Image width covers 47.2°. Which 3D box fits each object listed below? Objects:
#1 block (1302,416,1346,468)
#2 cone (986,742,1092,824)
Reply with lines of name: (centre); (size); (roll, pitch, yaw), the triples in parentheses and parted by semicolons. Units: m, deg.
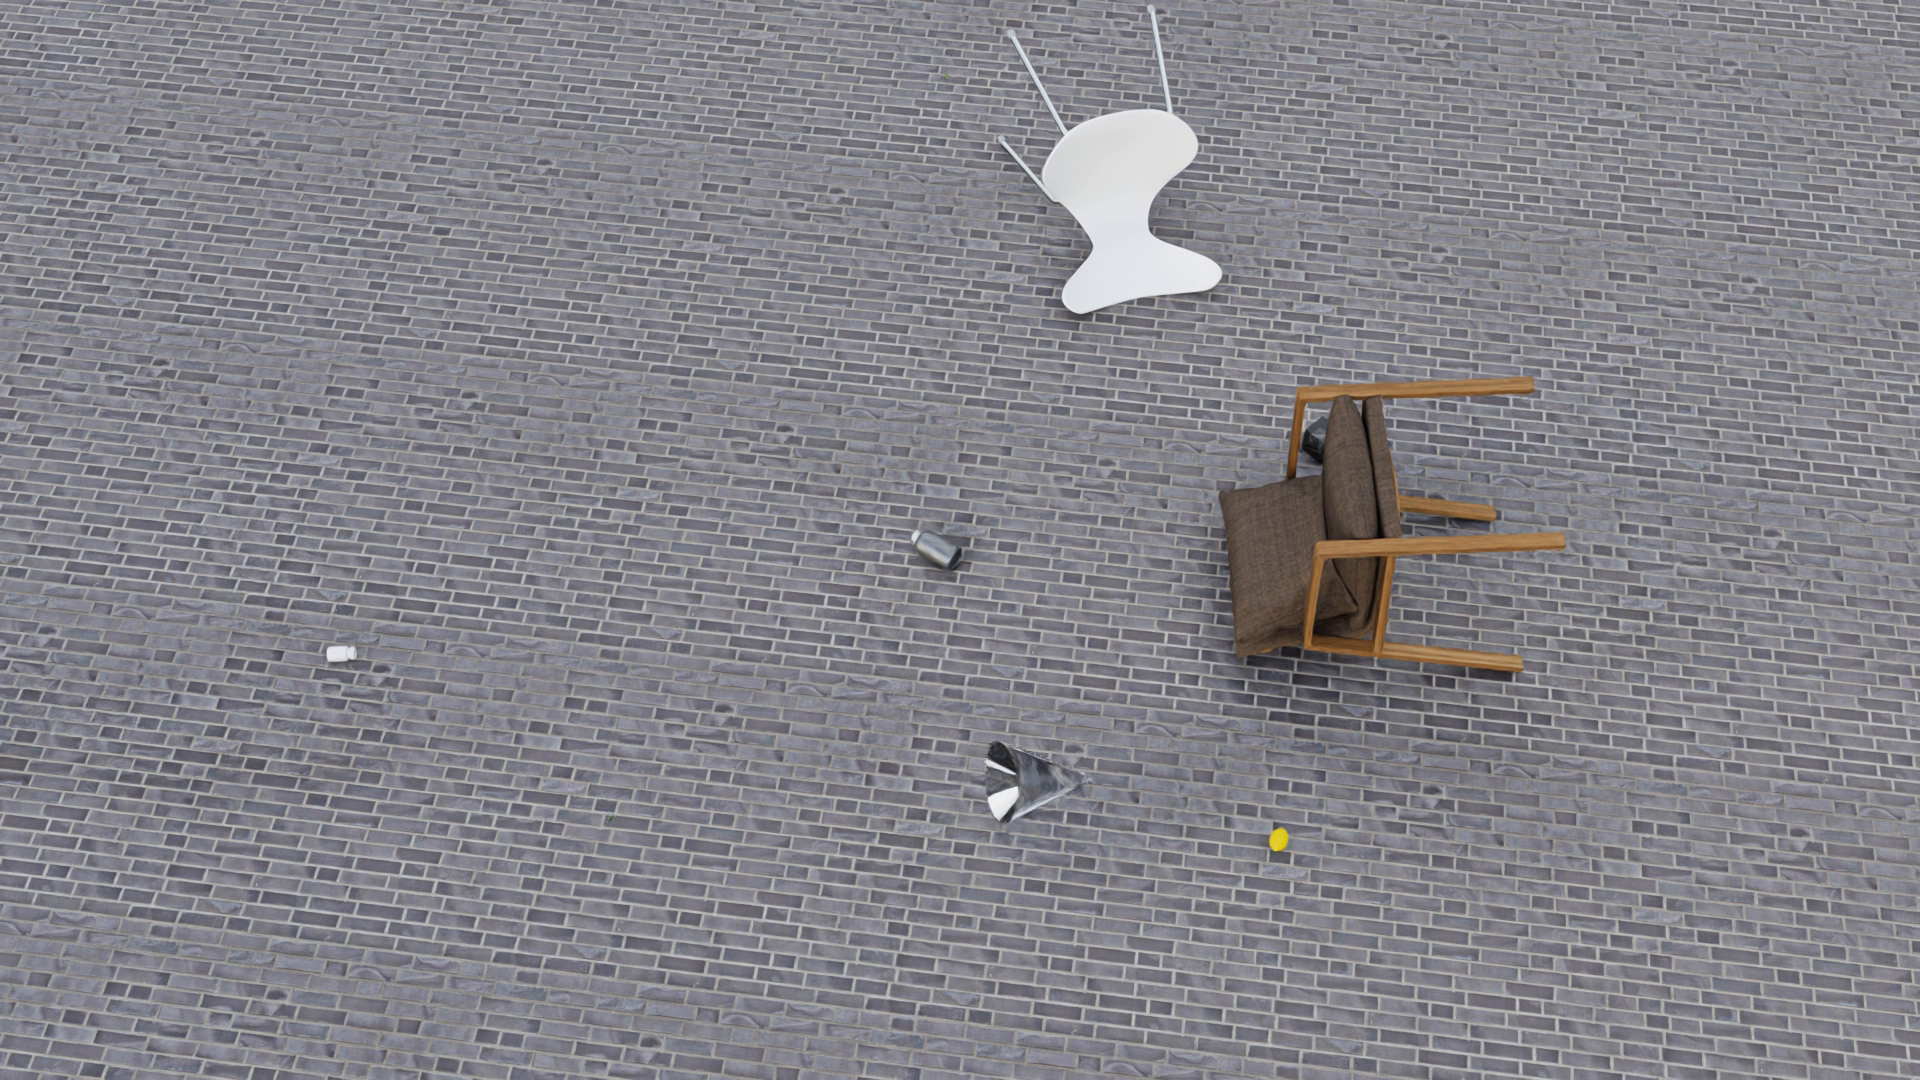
block: (1.111, -0.300, 6.716); (0.075, 0.098, 0.099); (-36, 63, -22)
cone: (0.243, 0.663, 6.071); (0.286, 0.203, 0.225); (0, 63, -24)
